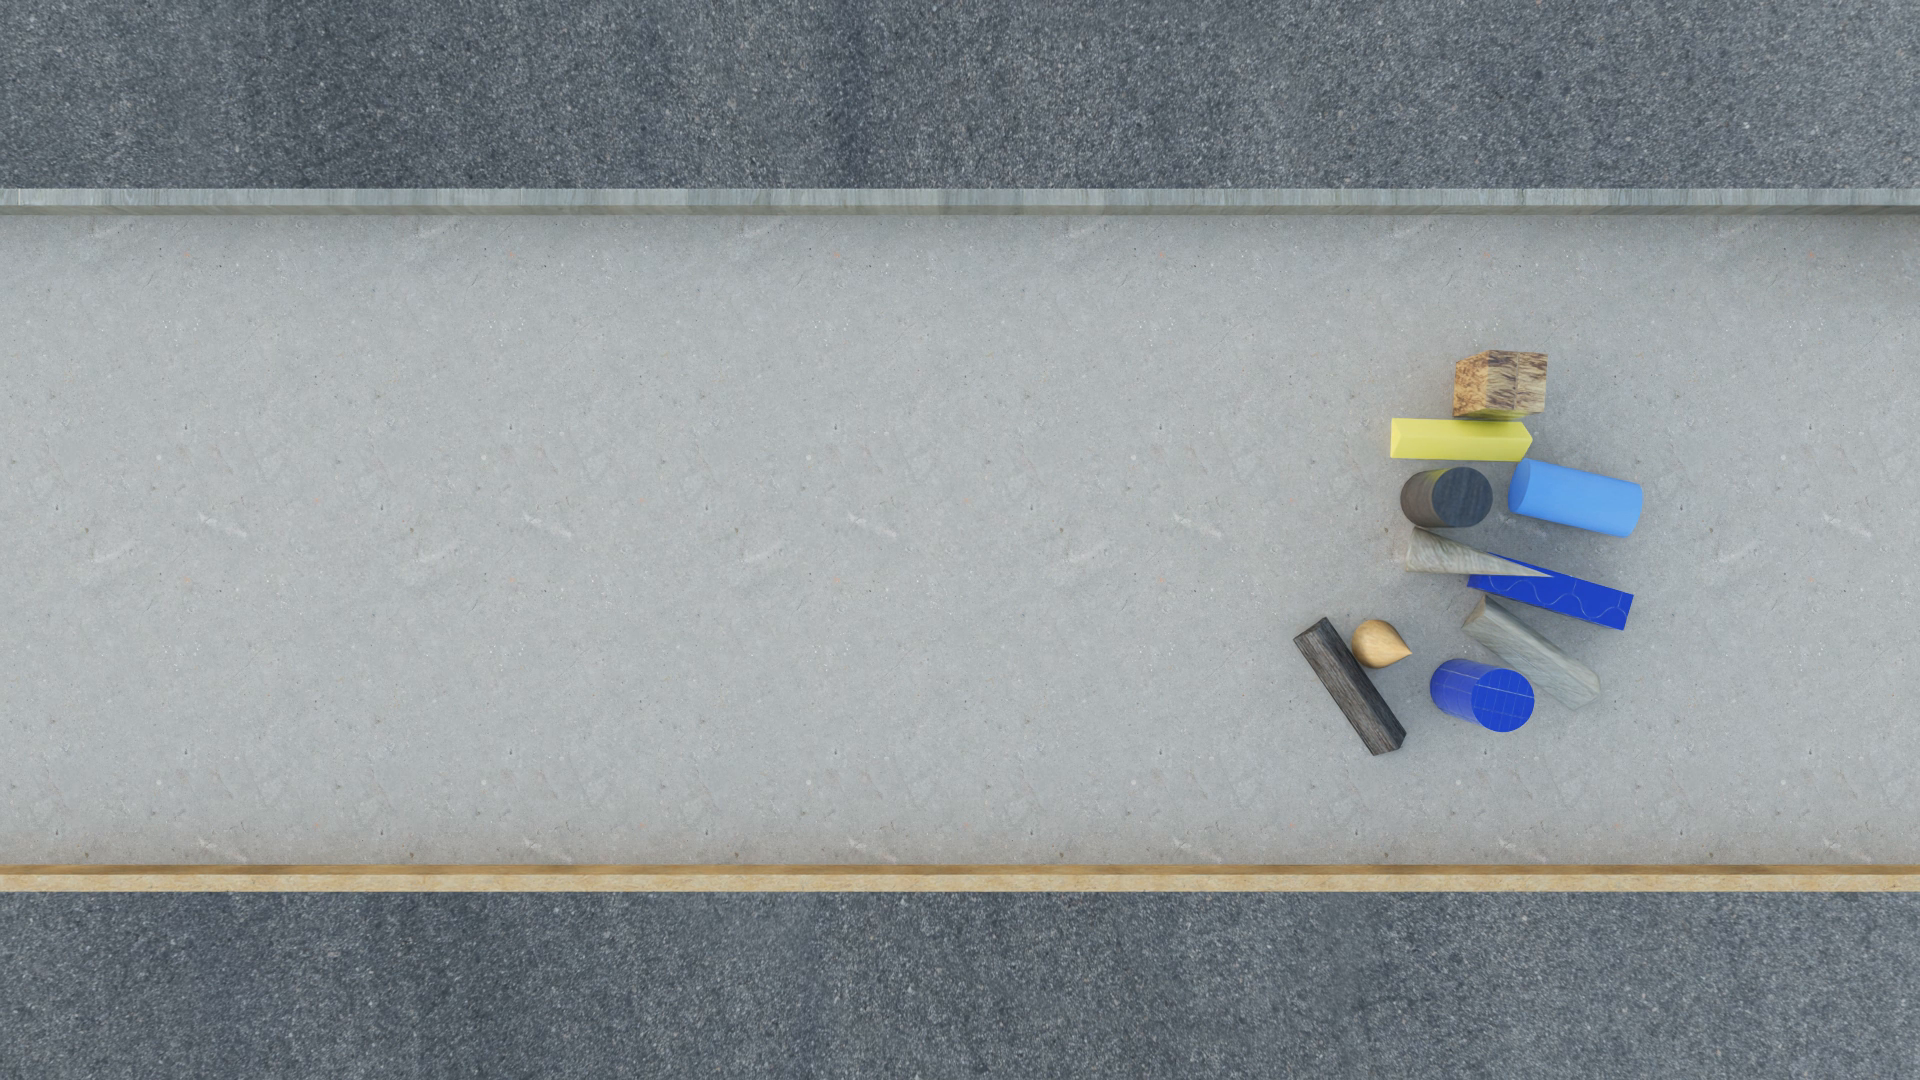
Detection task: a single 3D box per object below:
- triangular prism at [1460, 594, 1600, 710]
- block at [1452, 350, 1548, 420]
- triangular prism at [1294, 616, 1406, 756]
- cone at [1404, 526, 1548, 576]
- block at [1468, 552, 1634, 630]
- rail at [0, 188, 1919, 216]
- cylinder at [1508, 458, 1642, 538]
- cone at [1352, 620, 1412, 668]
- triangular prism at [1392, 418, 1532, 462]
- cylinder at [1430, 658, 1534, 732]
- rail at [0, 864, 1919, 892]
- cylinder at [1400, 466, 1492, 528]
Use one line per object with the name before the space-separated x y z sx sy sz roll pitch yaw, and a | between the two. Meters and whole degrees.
triangular prism | 1.752 0.347 5.018 0.432 0.112 0.129 36 90 0
block | 1.605 -0.458 4.914 0.169 0.325 0.169 4 90 0
triangular prism | 1.198 0.450 5.020 0.123 0.107 0.436 -35 90 0
cone | 1.560 0.069 4.937 0.420 0.142 0.142 12 90 20
block | 1.794 0.155 5.021 0.456 0.112 0.112 16 90 0
rail | -2.247 -1.025 5.002 12.000 0.150 0.050 0 90 0
cylinder | 1.860 -0.127 4.992 0.344 0.169 0.169 13 90 0
cone | 1.281 0.321 4.872 0.153 0.410 0.153 0 90 0
triangular prism | 1.526 -0.308 5.022 0.397 0.104 0.120 2 90 0
cylinder | 1.536 0.454 4.872 0.180 0.410 0.180 0 90 0
rail | -2.247 1.025 5.001 12.000 0.150 0.050 0 90 0
cylinder | 1.442 -0.124 4.904 0.176 0.345 0.176 0 90 0
